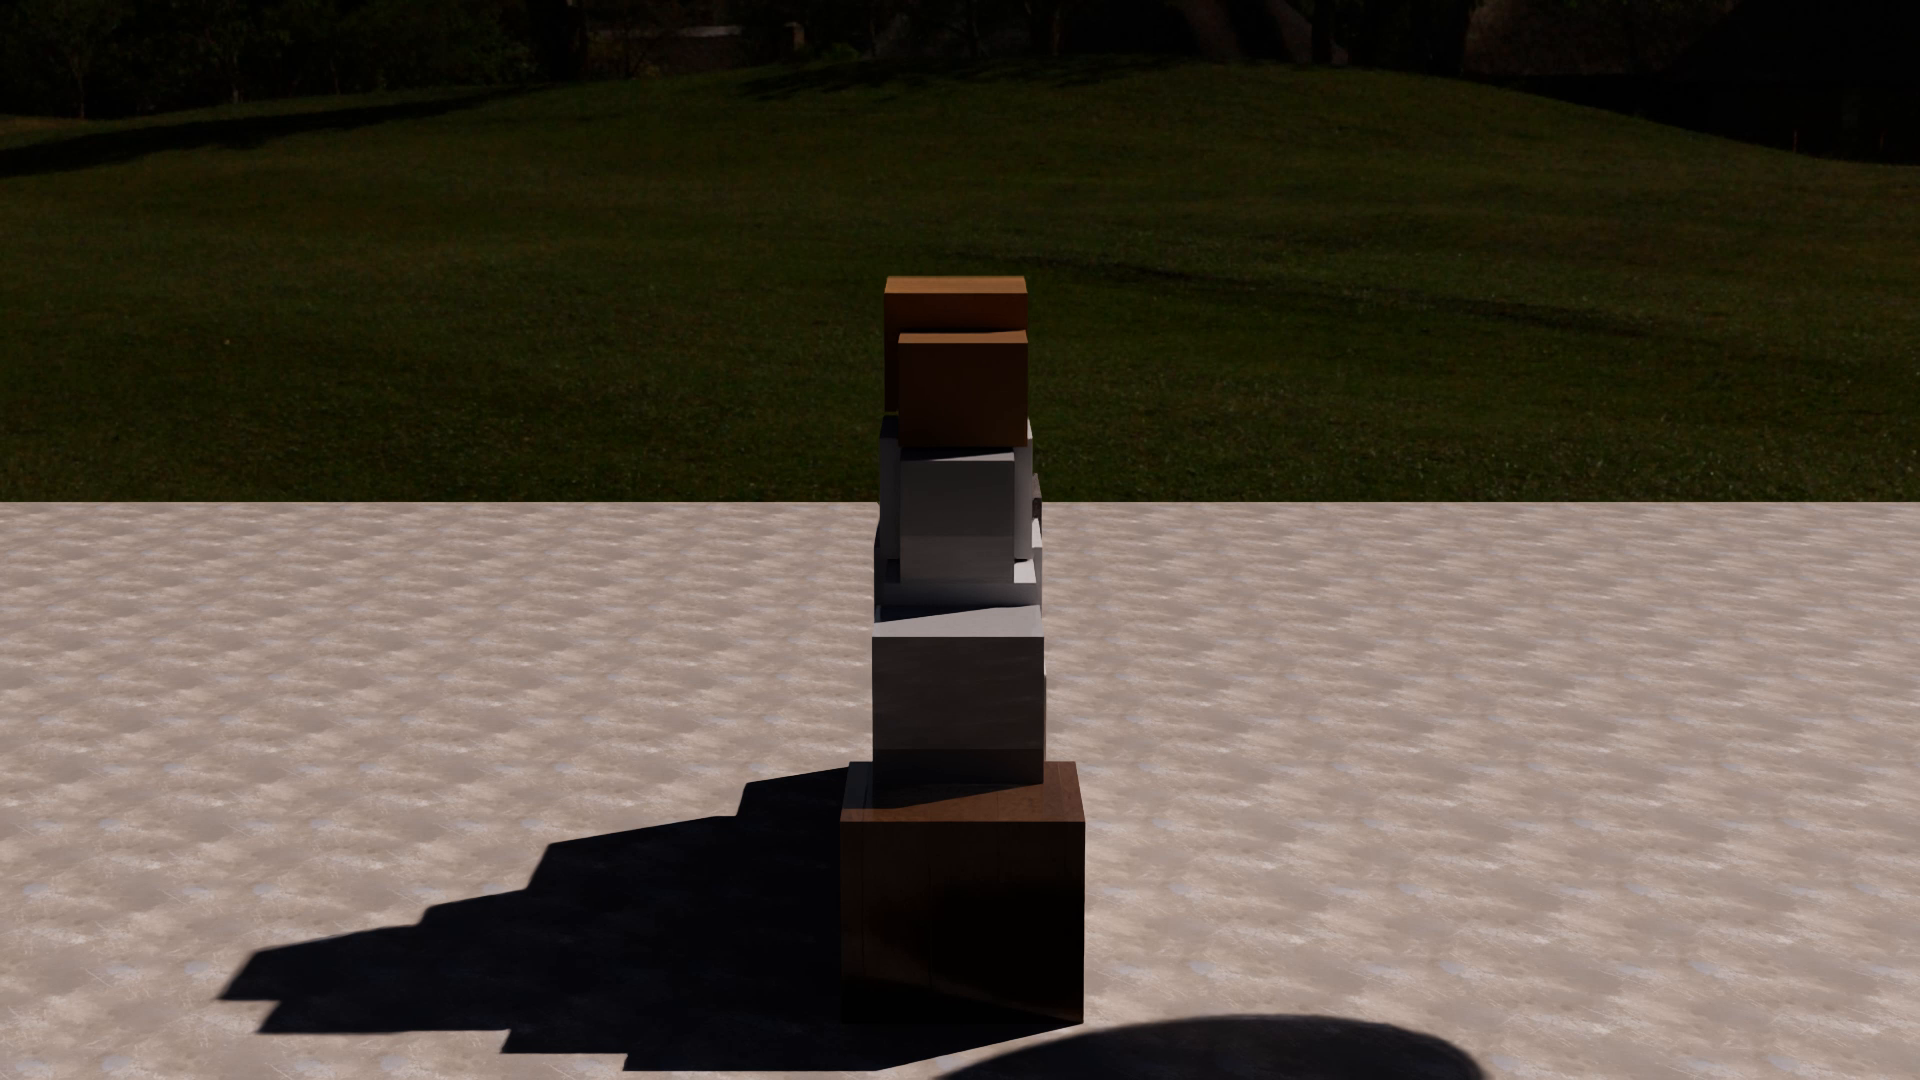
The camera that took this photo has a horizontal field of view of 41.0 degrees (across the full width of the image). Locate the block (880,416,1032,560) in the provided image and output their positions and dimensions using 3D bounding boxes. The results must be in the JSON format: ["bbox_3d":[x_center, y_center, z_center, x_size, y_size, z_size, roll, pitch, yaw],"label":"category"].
[{"bbox_3d":[-0.017,-0.237,11.141,0.645,0.518,0.649,0,11,0],"label":"block"}]

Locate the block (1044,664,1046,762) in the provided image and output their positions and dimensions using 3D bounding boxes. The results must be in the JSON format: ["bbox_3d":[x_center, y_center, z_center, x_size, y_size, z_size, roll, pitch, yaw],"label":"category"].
[{"bbox_3d":[-0.002,0.939,12.065,0.783,0.835,0.882,0,10,0],"label":"block"}]

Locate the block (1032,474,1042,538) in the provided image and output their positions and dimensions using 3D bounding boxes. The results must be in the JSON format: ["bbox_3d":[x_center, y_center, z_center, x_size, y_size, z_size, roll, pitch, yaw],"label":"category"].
[{"bbox_3d":[0.010,0.108,12.208,0.732,0.748,0.731,0,10,0],"label":"block"}]

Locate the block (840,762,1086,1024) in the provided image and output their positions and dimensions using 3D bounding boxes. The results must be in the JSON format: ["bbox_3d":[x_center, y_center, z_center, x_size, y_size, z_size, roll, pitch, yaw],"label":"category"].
[{"bbox_3d":[0.010,1.349,9.950,0.906,0.785,0.843,0,10,0],"label":"block"}]

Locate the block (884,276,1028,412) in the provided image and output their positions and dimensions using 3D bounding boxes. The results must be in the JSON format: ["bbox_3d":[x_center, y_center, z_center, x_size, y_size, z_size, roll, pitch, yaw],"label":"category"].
[{"bbox_3d":[-0.018,-0.863,11.220,0.609,0.511,0.579,0,13,0],"label":"block"}]

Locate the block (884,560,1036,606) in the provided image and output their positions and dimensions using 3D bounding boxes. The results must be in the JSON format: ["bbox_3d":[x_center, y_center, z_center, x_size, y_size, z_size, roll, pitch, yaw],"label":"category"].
[{"bbox_3d":[0.001,0.461,10.846,0.617,0.718,0.702,0,11,0],"label":"block"}]

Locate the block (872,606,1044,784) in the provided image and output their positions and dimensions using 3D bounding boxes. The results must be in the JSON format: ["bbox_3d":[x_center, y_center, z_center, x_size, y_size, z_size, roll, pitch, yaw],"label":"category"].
[{"bbox_3d":[-0.007,0.606,10.210,0.663,0.584,0.589,0,10,0],"label":"block"}]

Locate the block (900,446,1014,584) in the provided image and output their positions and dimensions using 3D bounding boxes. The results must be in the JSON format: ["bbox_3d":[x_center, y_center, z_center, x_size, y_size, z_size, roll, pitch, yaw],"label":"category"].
[{"bbox_3d":[-0.012,-0.115,10.598,0.463,0.506,0.458,0,11,0],"label":"block"}]

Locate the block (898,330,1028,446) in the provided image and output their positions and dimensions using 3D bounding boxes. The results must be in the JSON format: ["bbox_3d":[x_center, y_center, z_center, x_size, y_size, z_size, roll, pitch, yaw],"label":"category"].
[{"bbox_3d":[0.012,-0.639,10.738,0.531,0.429,0.450,0,11,0],"label":"block"}]

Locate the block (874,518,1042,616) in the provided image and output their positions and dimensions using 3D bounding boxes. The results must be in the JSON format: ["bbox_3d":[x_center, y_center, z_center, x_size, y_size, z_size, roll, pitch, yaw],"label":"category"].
[{"bbox_3d":[-0.008,0.284,11.515,0.732,0.650,0.664,0,11,0],"label":"block"}]
